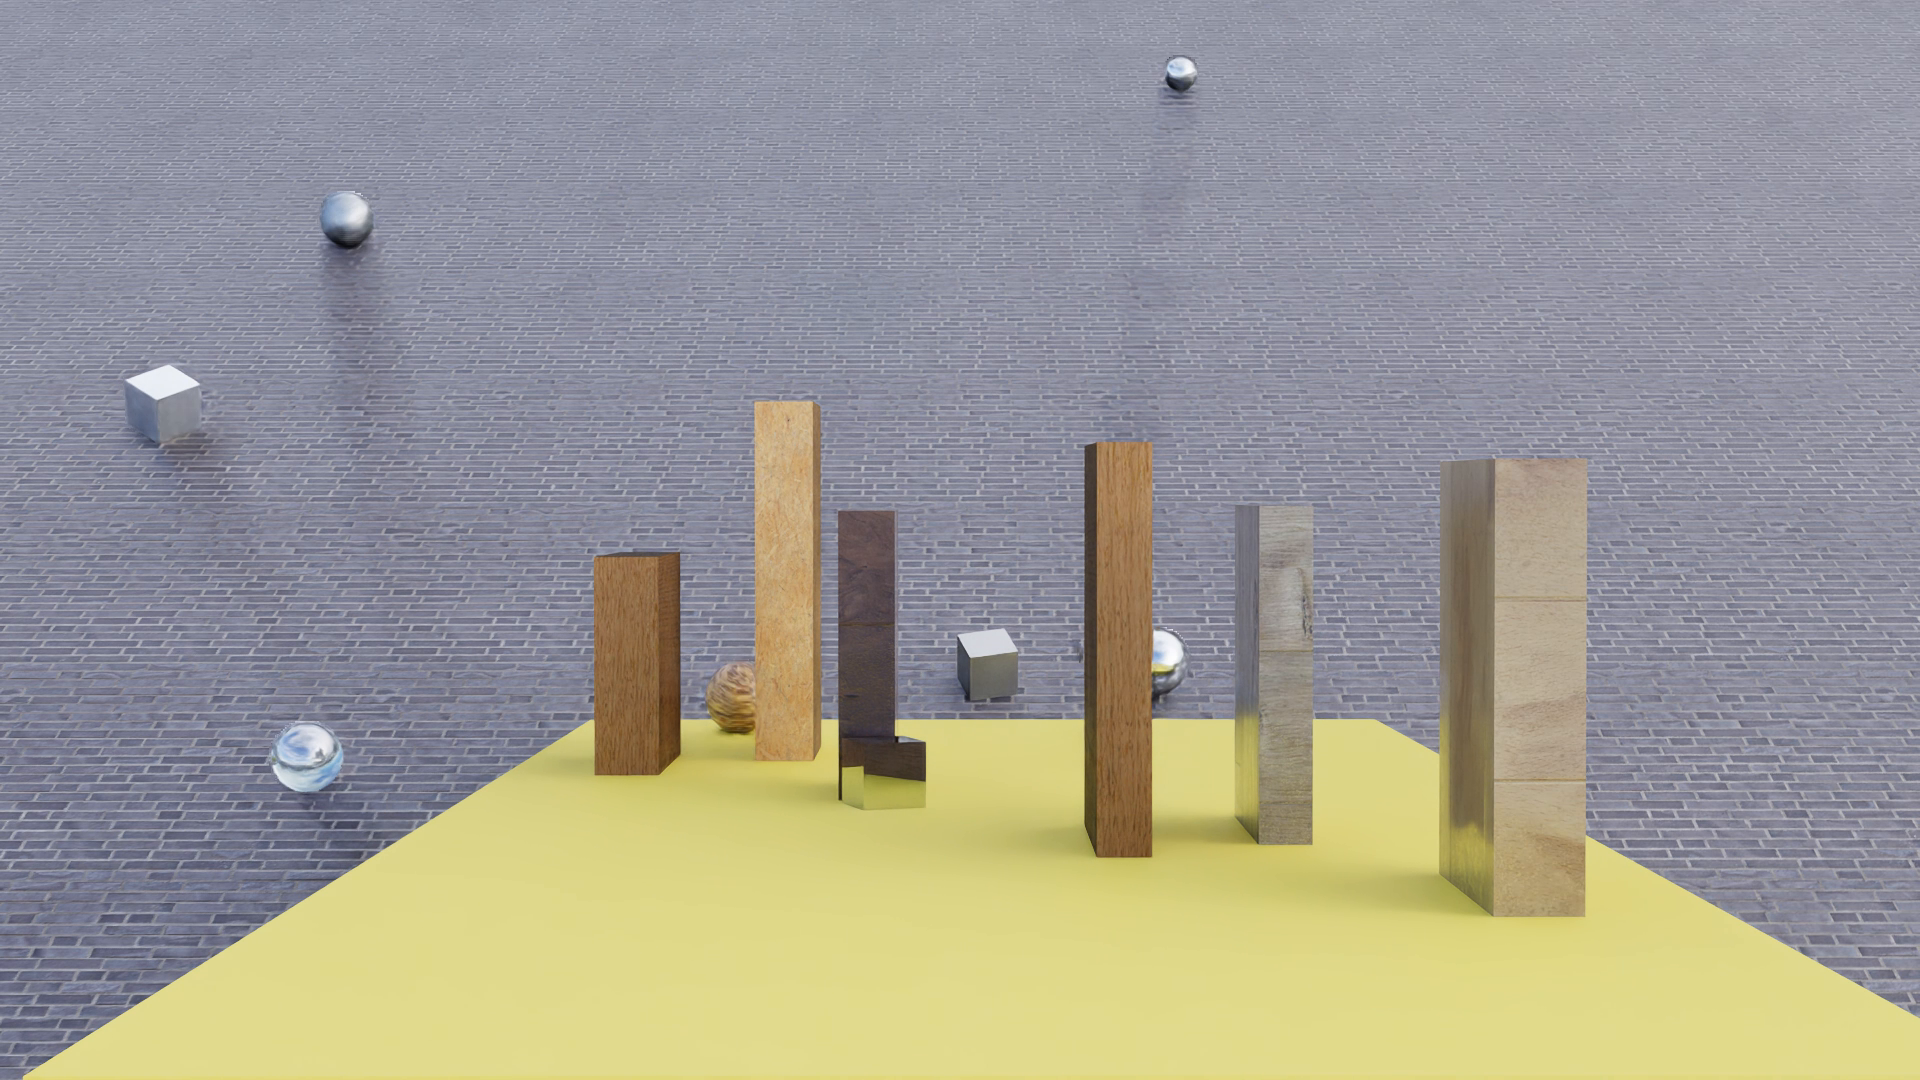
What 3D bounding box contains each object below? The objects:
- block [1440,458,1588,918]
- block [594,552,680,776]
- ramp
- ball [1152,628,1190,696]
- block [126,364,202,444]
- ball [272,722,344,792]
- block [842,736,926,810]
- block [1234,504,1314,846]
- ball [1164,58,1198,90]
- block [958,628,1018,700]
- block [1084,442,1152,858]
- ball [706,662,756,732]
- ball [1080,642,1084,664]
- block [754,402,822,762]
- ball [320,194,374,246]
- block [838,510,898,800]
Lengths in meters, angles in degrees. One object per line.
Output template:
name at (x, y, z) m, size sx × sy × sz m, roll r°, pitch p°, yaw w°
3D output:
block at (0.794, 0.199, 3.731) m, size 0.126 × 0.628 × 0.400 m, roll 0°, pitch 1°, yaw 0°
block at (-0.685, 0.255, 5.504) m, size 0.132 × 0.449 × 0.417 m, roll 0°, pitch 1°, yaw 0°
ramp at (0.061, 0.547, 4.583) m, size 2.000 × 0.100 × 4.000 m, roll 0°, pitch 1°, yaw 0°
ball at (0.522, 0.324, 6.853) m, size 0.176 × 0.176 × 0.176 m, roll 0°, pitch 27°, yaw 0°
block at (-2.575, -0.438, 8.351) m, size 0.165 × 0.165 × 0.165 m, roll 28°, pitch 37°, yaw 30°
ball at (-1.624, 0.541, 6.423) m, size 0.173 × 0.173 × 0.173 m, roll 0°, pitch 27°, yaw 0°
block at (-0.141, 0.432, 4.793) m, size 0.122 × 0.122 × 0.122 m, roll 0°, pitch 1°, yaw -21°
block at (0.537, 0.220, 4.436) m, size 0.089 × 0.559 × 0.371 m, roll 0°, pitch 1°, yaw 0°
ball at (1.003, -2.115, 11.718) m, size 0.149 × 0.149 × 0.149 m, roll 0°, pitch 27°, yaw 0°
block at (0.073, 0.332, 6.886) m, size 0.131 × 0.131 × 0.131 m, roll -7°, pitch 28°, yaw -14°
block at (0.262, 0.171, 4.306) m, size 0.088 × 0.661 × 0.403 m, roll 0°, pitch 1°, yaw 0°
ball at (-0.528, 0.379, 6.226) m, size 0.171 × 0.171 × 0.171 m, roll 0°, pitch 27°, yaw 0°
ball at (0.379, 0.304, 6.963) m, size 0.111 × 0.111 × 0.111 m, roll 0°, pitch 27°, yaw 0°
block at (-0.380, 0.087, 5.728) m, size 0.125 × 0.776 × 0.327 m, roll 0°, pitch 1°, yaw 0°
ball at (-2.350, -1.228, 9.898) m, size 0.203 × 0.203 × 0.203 m, roll 0°, pitch 27°, yaw 0°
block at (-0.176, 0.215, 5.009) m, size 0.107 × 0.547 × 0.294 m, roll 0°, pitch 1°, yaw 0°
